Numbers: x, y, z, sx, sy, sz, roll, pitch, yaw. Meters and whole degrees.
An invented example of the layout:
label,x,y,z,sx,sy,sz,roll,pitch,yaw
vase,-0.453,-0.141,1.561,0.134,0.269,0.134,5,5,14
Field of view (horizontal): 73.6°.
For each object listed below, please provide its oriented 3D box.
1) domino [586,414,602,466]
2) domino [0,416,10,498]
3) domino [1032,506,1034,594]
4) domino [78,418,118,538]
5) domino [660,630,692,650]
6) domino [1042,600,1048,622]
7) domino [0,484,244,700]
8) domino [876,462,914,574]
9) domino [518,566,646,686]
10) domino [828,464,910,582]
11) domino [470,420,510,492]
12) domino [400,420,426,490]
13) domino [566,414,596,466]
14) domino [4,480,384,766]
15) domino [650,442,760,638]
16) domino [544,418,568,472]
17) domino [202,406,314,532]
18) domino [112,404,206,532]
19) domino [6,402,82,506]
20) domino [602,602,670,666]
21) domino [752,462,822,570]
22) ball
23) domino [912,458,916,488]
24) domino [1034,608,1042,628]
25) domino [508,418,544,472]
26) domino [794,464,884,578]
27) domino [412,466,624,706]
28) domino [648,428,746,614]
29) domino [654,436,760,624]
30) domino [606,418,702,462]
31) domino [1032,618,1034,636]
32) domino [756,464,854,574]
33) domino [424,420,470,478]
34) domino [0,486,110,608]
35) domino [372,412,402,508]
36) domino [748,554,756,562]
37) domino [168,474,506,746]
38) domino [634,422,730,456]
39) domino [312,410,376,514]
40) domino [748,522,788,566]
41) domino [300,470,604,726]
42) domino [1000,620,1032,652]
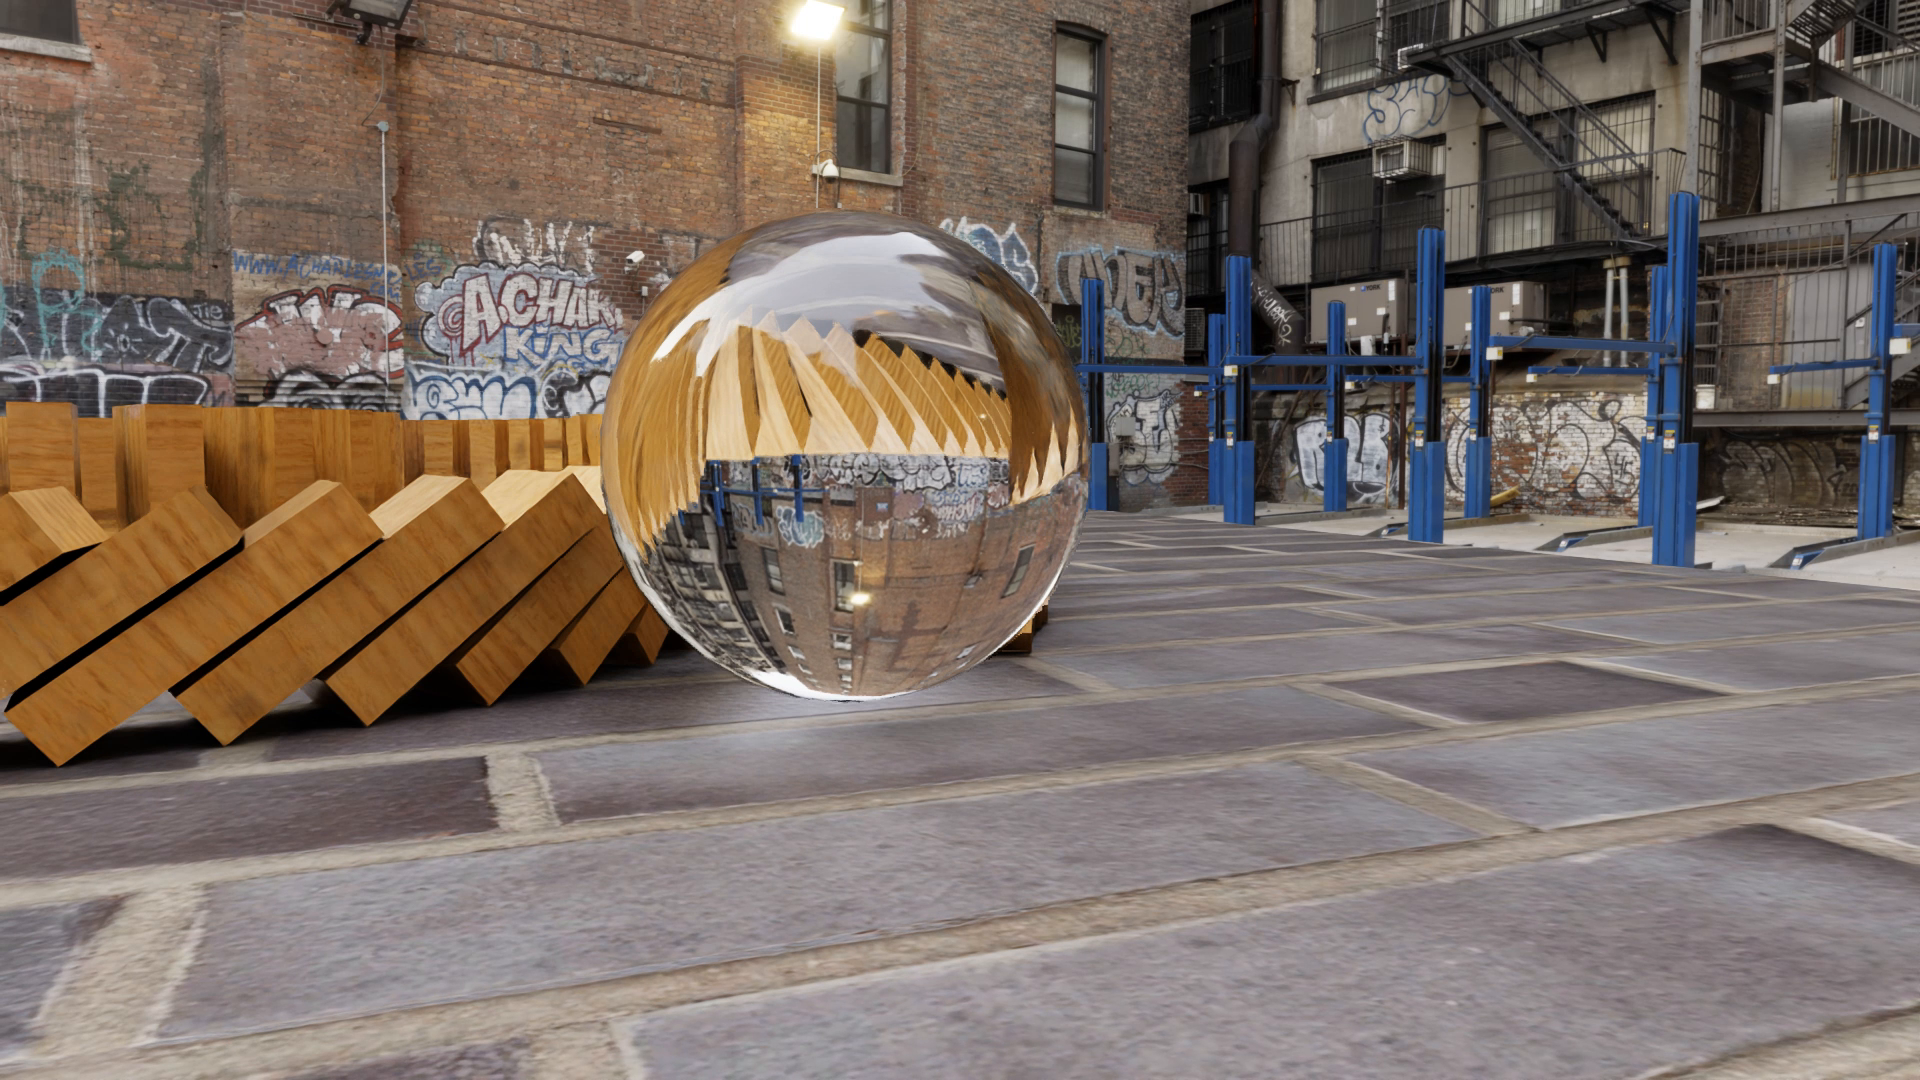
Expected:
label,x,y,z,sx,sy,sz,roll,pitch,yaw
domino,-0.091,-0.010,0.368,0.025,0.050,0.010,-3,-10,-36
domino,-0.270,-0.010,0.366,0.025,0.050,0.009,3,5,33
domino,0.004,-0.002,0.283,0.025,0.050,0.009,0,-27,4
domino,-0.259,-0.011,0.380,0.025,0.050,0.010,4,6,41
domino,-0.064,0.001,0.279,0.025,0.010,0.050,1,48,11
domino,0.009,-0.005,0.316,0.025,0.050,0.009,1,-27,4
domino,-0.125,0.011,0.177,0.050,0.010,0.025,-40,20,-19
domino,-0.008,-0.006,0.401,0.025,0.010,0.050,-2,40,-20
domino,-0.069,0.005,0.245,0.025,0.009,0.050,2,44,28
domino,-0.021,-0.007,0.416,0.025,0.010,0.050,-3,39,-33
domino,-0.142,-0.013,0.407,0.009,0.050,0.025,2,5,20
domino,-0.178,-0.013,0.413,0.009,0.050,0.025,0,4,0
domino,-0.100,-0.011,0.378,0.025,0.050,0.010,-4,-2,-41
domino,-0.111,0.010,0.188,0.050,0.009,0.025,-42,24,-23
domino,-0.063,-0.001,0.296,0.025,0.050,0.010,0,-39,6
domino,-0.112,-0.012,0.388,0.009,0.050,0.025,4,6,39
domino,-0.149,-0.003,0.270,0.025,0.050,0.009,2,5,20
domino,-0.158,-0.002,0.255,0.025,0.050,0.010,4,6,45
domino,-0.173,-0.001,0.243,0.009,0.050,0.025,-3,5,-32
domino,-0.067,0.003,0.263,0.025,0.010,0.050,1,45,15
domino,-0.060,-0.009,0.453,0.025,0.010,0.050,-4,40,-45
ball,-0.018,-0.013,0.212,0.080,0.080,0.080,0,4,0
domino,0.001,-0.005,0.384,0.025,0.009,0.050,-1,42,-10
domino,0.007,-0.004,0.305,0.025,0.050,0.009,0,-27,4
domino,-0.126,-0.012,0.399,0.009,0.050,0.025,3,5,32
domino,-0.033,-0.007,0.429,0.025,0.009,0.050,-3,39,-37
domino,-0.076,0.006,0.228,0.025,0.009,0.050,3,44,38
domino,-0.068,-0.005,0.329,0.025,0.050,0.010,-1,-30,-7
domino,-0.064,-0.003,0.313,0.025,0.050,0.009,0,-35,0
domino,-0.082,-0.009,0.357,0.025,0.050,0.010,-2,-18,-29
domino,0.005,-0.003,0.294,0.025,0.050,0.010,0,-27,4
domino,-0.047,-0.008,0.441,0.025,0.009,0.050,-4,39,-43
domino,-0.160,-0.013,0.412,0.009,0.050,0.025,1,4,9
domino,-0.141,0.012,0.167,0.050,0.009,0.025,-38,16,-15
domino,-0.147,-0.005,0.305,0.025,0.050,0.009,-1,4,-16
domino,-0.090,-0.011,0.473,0.050,0.009,0.025,41,25,26
domino,-0.097,0.009,0.199,0.050,0.009,0.025,-45,28,-27
domino,-0.073,-0.007,0.343,0.025,0.050,0.010,-1,-25,-17
domino,-0.145,-0.004,0.287,0.025,0.050,0.010,0,4,4
domino,-0.075,-0.010,0.464,0.050,0.009,0.025,42,28,29
domino,-0.086,0.008,0.213,0.025,0.010,0.050,5,43,46
domino,0.003,-0.002,0.272,0.025,0.050,0.009,0,-27,4
